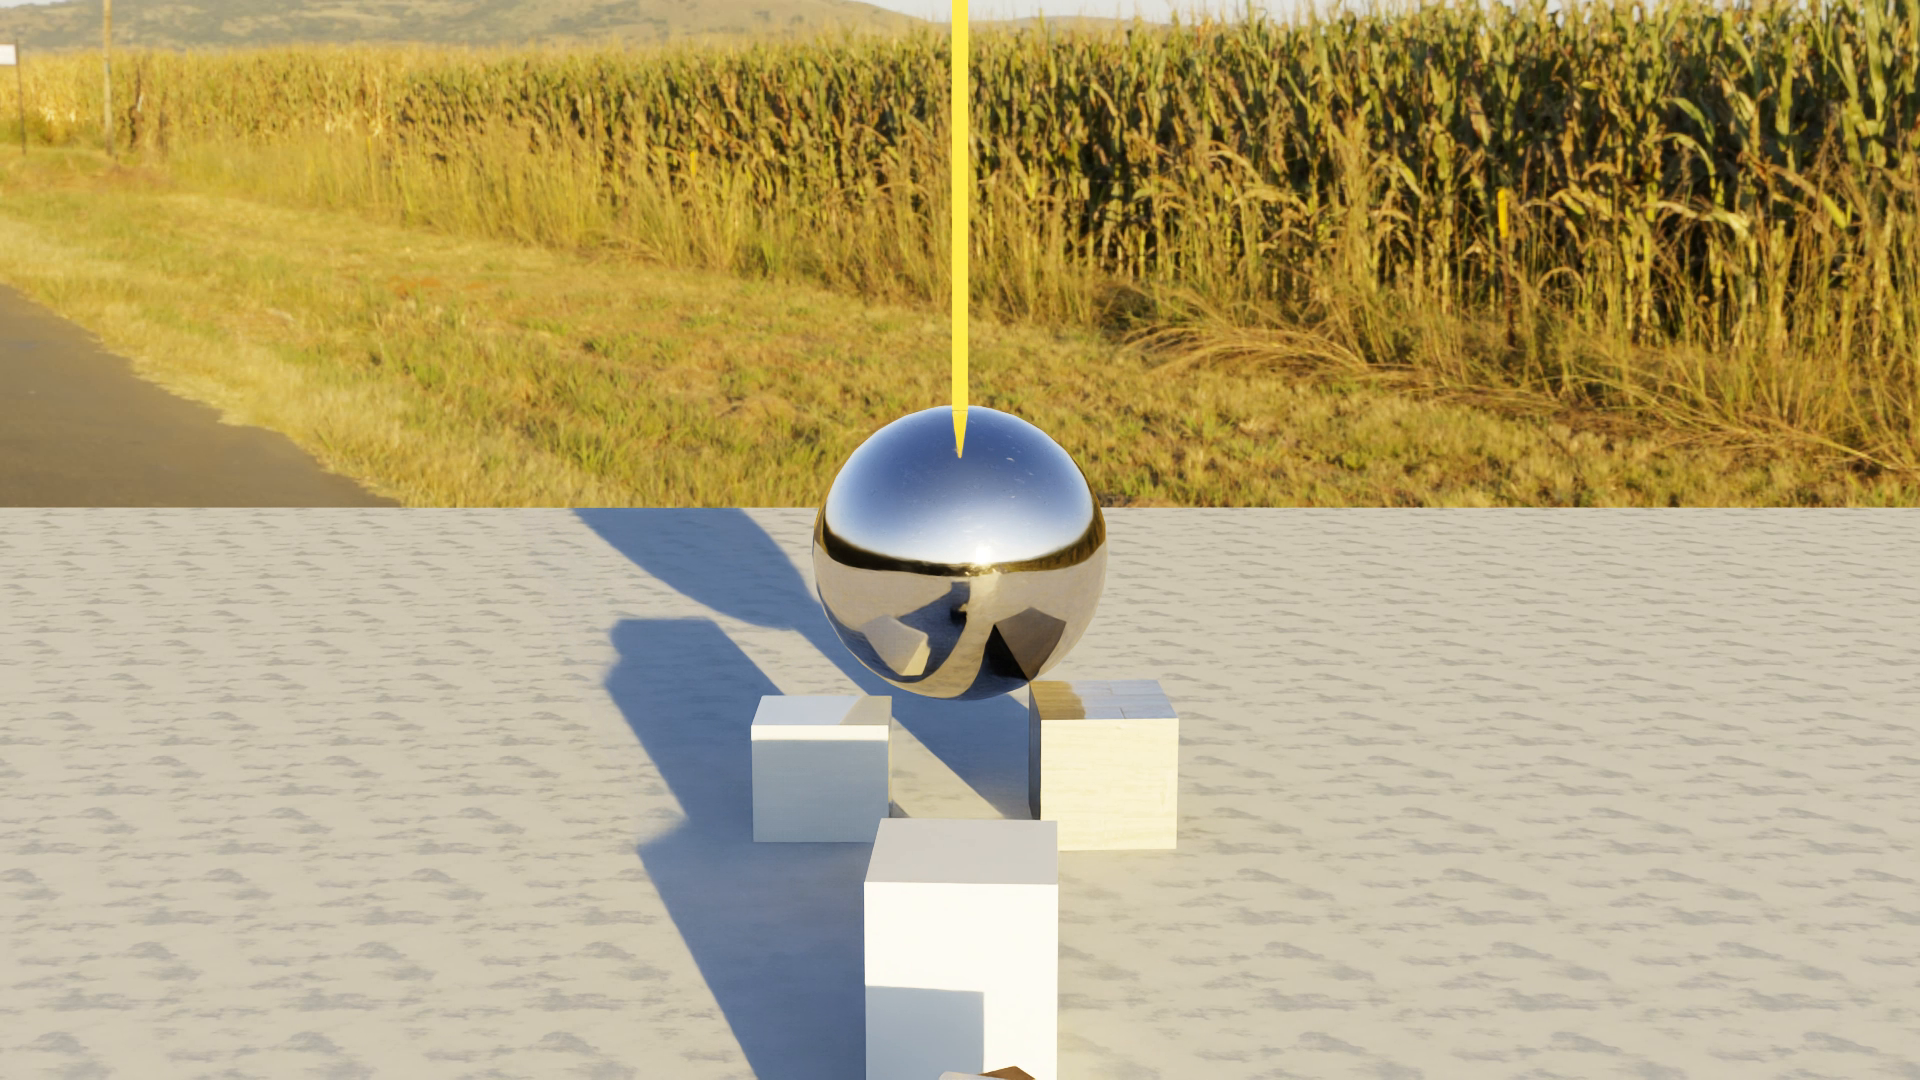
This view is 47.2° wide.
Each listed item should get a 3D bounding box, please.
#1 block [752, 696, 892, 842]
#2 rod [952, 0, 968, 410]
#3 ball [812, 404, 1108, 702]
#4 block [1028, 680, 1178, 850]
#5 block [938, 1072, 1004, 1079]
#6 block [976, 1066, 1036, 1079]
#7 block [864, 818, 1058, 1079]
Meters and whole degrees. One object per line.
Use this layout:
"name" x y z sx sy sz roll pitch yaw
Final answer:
"block" -0.704 1.177 11.391 0.685 0.608 0.604 0 10 0
"rod" 0.000 -3.186 10.900 0.080 5.200 0.080 0 17 0
"ball" 0.000 0.068 11.883 1.600 1.600 1.600 0 10 0
"block" 0.726 1.150 11.362 0.681 0.673 0.803 0 10 -3
"block" 0.134 2.040 6.734 0.563 0.577 0.533 3 11 18
"block" 0.127 2.031 7.314 0.363 0.386 0.363 -6 12 -30
"block" 0.020 1.593 8.485 0.707 0.829 0.778 0 10 2
